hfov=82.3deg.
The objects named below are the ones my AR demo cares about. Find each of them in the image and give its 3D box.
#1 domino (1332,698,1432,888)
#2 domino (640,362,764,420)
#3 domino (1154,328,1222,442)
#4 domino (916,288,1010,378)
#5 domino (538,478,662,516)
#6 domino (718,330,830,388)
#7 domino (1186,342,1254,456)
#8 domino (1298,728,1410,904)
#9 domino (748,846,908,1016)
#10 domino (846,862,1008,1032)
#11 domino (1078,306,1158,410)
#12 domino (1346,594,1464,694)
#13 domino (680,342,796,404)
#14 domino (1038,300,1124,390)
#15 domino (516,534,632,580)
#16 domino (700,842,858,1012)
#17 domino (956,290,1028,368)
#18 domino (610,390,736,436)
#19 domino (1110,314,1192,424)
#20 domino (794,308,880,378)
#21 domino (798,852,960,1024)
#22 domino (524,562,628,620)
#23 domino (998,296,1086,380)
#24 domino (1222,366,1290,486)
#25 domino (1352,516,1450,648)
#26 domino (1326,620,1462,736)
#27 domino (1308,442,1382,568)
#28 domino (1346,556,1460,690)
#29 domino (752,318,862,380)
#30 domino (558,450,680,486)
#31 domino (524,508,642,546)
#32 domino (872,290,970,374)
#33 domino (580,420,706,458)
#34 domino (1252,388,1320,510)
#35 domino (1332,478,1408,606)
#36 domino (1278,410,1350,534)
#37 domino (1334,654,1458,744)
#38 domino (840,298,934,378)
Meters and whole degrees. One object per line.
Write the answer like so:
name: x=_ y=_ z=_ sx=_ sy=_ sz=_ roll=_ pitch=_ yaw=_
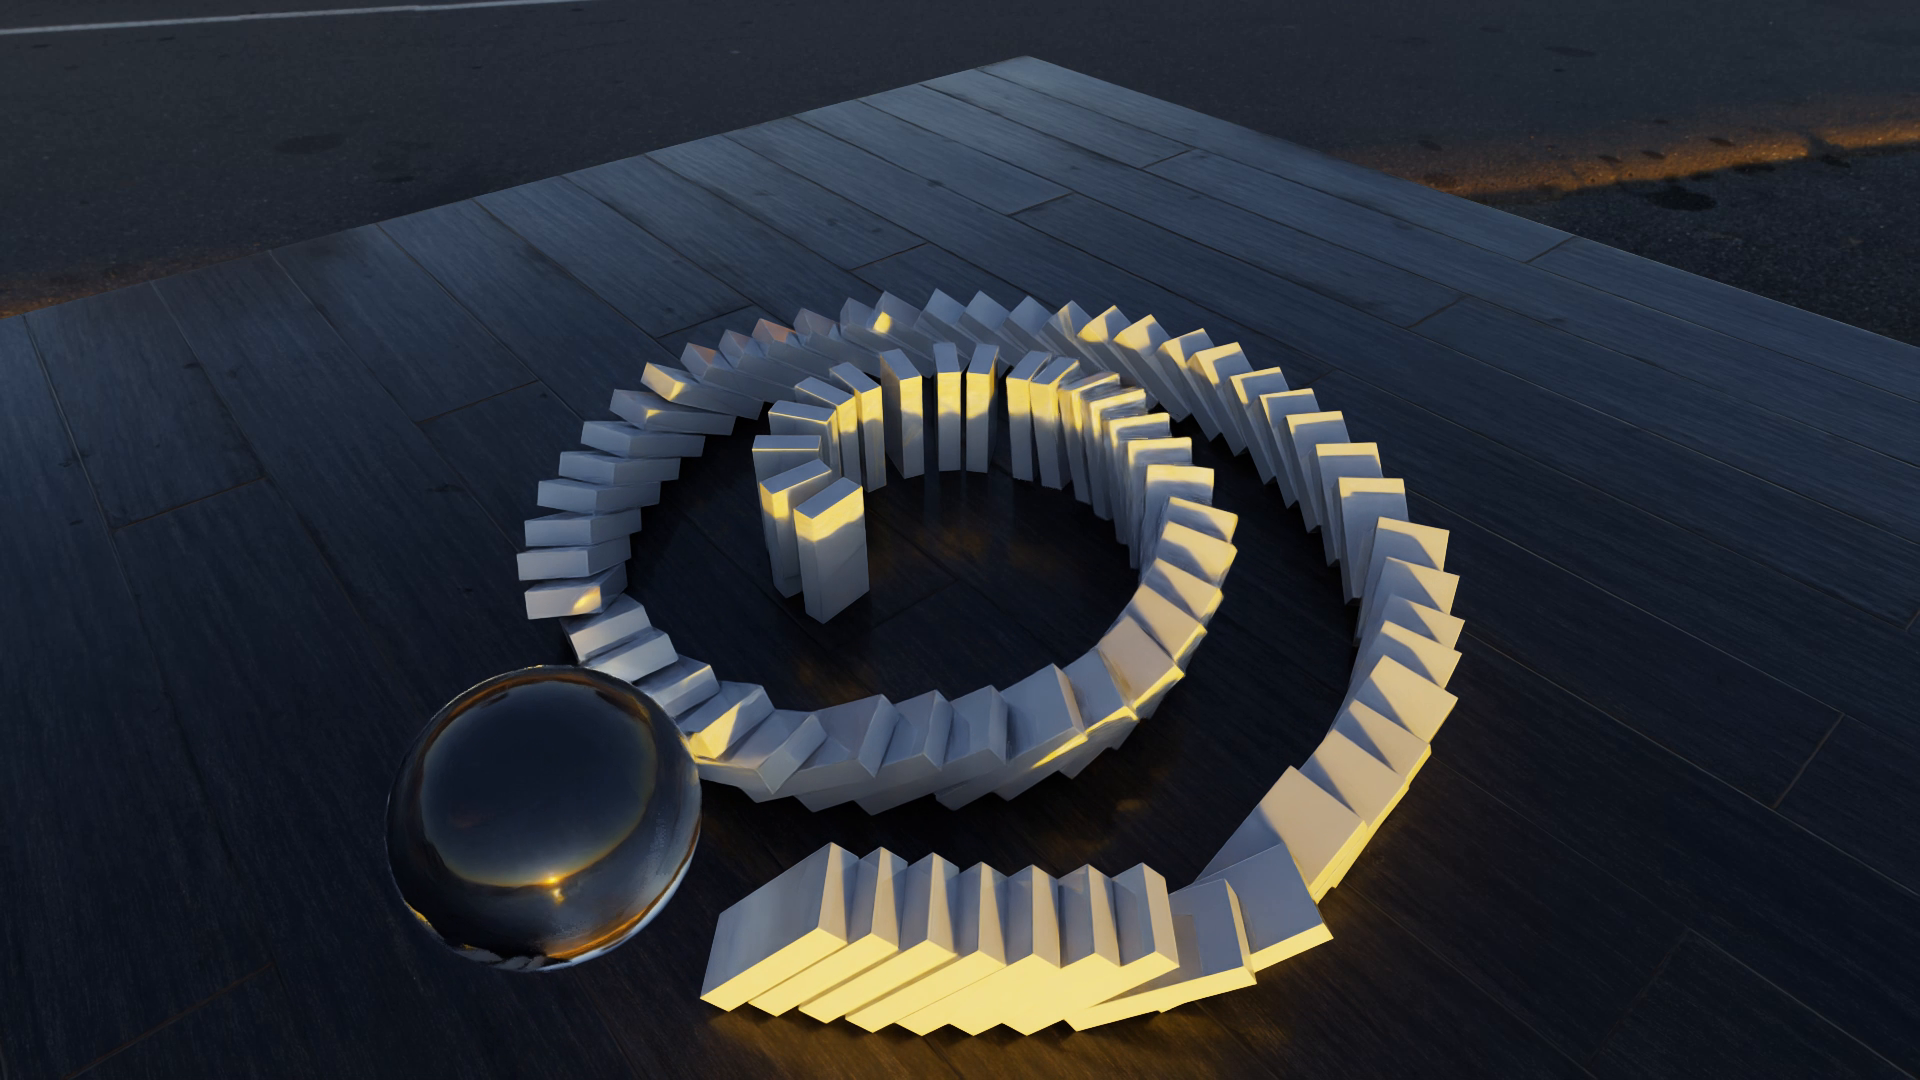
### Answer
domino: x=0.116 y=0.076 z=0.331 sx=0.025 sy=0.010 sz=0.050 roll=34 pitch=81 yaw=34
domino: x=-0.118 y=-0.068 z=0.505 sx=0.025 sy=0.010 sz=0.050 roll=32 pitch=16 yaw=36
domino: x=0.115 y=-0.073 z=0.513 sx=0.025 sy=0.010 sz=0.050 roll=-23 pitch=76 yaw=-26
domino: x=0.004 y=-0.103 z=0.550 sx=0.050 sy=0.010 sz=0.025 roll=32 pitch=38 yaw=-9
domino: x=-0.146 y=-0.019 z=0.447 sx=0.025 sy=0.009 sz=0.050 roll=9 pitch=9 yaw=12
domino: x=-0.088 y=-0.084 z=0.526 sx=0.050 sy=0.010 sz=0.025 roll=13 pitch=26 yaw=-40
domino: x=0.126 y=-0.065 z=0.502 sx=0.025 sy=0.010 sz=0.050 roll=-17 pitch=73 yaw=-24
domino: x=0.105 y=0.083 z=0.321 sx=0.050 sy=0.010 sz=0.025 roll=-49 pitch=55 yaw=-5
domino: x=-0.035 y=0.104 z=0.291 sx=0.010 sy=0.050 sz=0.025 roll=37 pitch=32 yaw=-24
domino: x=-0.009 y=0.107 z=0.287 sx=0.009 sy=0.050 sz=0.025 roll=37 pitch=32 yaw=-24
domino: x=0.082 y=-0.088 z=0.530 sx=0.050 sy=0.010 sz=0.025 roll=48 pitch=52 yaw=3
domino: x=0.148 y=0.045 z=0.371 sx=0.025 sy=0.009 sz=0.050 roll=22 pitch=72 yaw=25
domino: x=-0.103 y=-0.077 z=0.517 sx=0.050 sy=0.009 sz=0.025 roll=11 pitch=25 yaw=-43
domino: x=0.065 y=-0.092 z=0.537 sx=0.050 sy=0.010 sz=0.025 roll=43 pitch=49 yaw=2
domino: x=-0.144 y=0.006 z=0.415 sx=0.025 sy=0.009 sz=0.050 roll=-3 pitch=7 yaw=1
domino: x=-0.048 y=0.103 z=0.292 sx=0.010 sy=0.050 sz=0.025 roll=37 pitch=32 yaw=-24
domino: x=0.024 y=-0.101 z=0.548 sx=0.050 sy=0.010 sz=0.025 roll=35 pitch=40 yaw=-5
domino: x=-0.129 y=-0.057 z=0.495 sx=0.025 sy=0.010 sz=0.050 roll=29 pitch=19 yaw=31
domino: x=0.097 y=-0.082 z=0.522 sx=0.025 sy=0.010 sz=0.050 roll=-34 pitch=83 yaw=-37
domino: x=-0.055 y=-0.095 z=0.540 sx=0.050 sy=0.010 sz=0.025 roll=18 pitch=28 yaw=-31
domino: x=-0.021 y=0.105 z=0.288 sx=0.009 sy=0.050 sz=0.025 roll=37 pitch=32 yaw=-24
domino: x=-0.139 y=0.018 z=0.402 sx=0.025 sy=0.009 sz=0.050 roll=-5 pitch=9 yaw=-6
domino: x=0.046 y=-0.097 z=0.543 sx=0.050 sy=0.010 sz=0.025 roll=39 pitch=46 yaw=-1
domino: x=0.138 y=-0.051 z=0.487 sx=0.025 sy=0.009 sz=0.050 roll=-13 pitch=71 yaw=-15
domino: x=0.163 y=0.018 z=0.405 sx=0.025 sy=0.009 sz=0.050 roll=13 pitch=67 yaw=15
domino: x=0.139 y=0.054 z=0.357 sx=0.025 sy=0.010 sz=0.050 roll=26 pitch=78 yaw=25
domino: x=0.158 y=-0.014 z=0.443 sx=0.025 sy=0.010 sz=0.050 roll=-1 pitch=69 yaw=-3
domino: x=0.156 y=0.033 z=0.388 sx=0.025 sy=0.010 sz=0.050 roll=17 pitch=68 yaw=20
domino: x=-0.074 y=-0.090 z=0.533 sx=0.050 sy=0.010 sz=0.025 roll=15 pitch=25 yaw=-36
domino: x=-0.142 y=-0.031 z=0.462 sx=0.025 sy=0.009 sz=0.050 roll=12 pitch=10 yaw=15
domino: x=-0.146 y=-0.005 z=0.429 sx=0.025 sy=0.010 sz=0.050 roll=-1 pitch=7 yaw=5
domino: x=-0.019 y=-0.103 z=0.548 sx=0.050 sy=0.010 sz=0.025 roll=26 pitch=32 yaw=-18
domino: x=-0.137 y=-0.044 z=0.478 sx=0.025 sy=0.010 sz=0.050 roll=18 pitch=12 yaw=21
domino: x=0.146 y=-0.040 z=0.473 sx=0.025 sy=0.010 sz=0.050 roll=-9 pitch=70 yaw=-12
domino: x=0.160 y=0.001 z=0.425 sx=0.025 sy=0.009 sz=0.050 roll=1 pitch=67 yaw=1
domino: x=0.152 y=-0.029 z=0.459 sx=0.025 sy=0.009 sz=0.050 roll=-5 pitch=69 yaw=-10
domino: x=0.130 y=0.064 z=0.345 sx=0.025 sy=0.010 sz=0.050 roll=34 pitch=81 yaw=27
domino: x=-0.035 y=-0.100 z=0.547 sx=0.050 sy=0.009 sz=0.025 roll=22 pitch=33 yaw=-23
